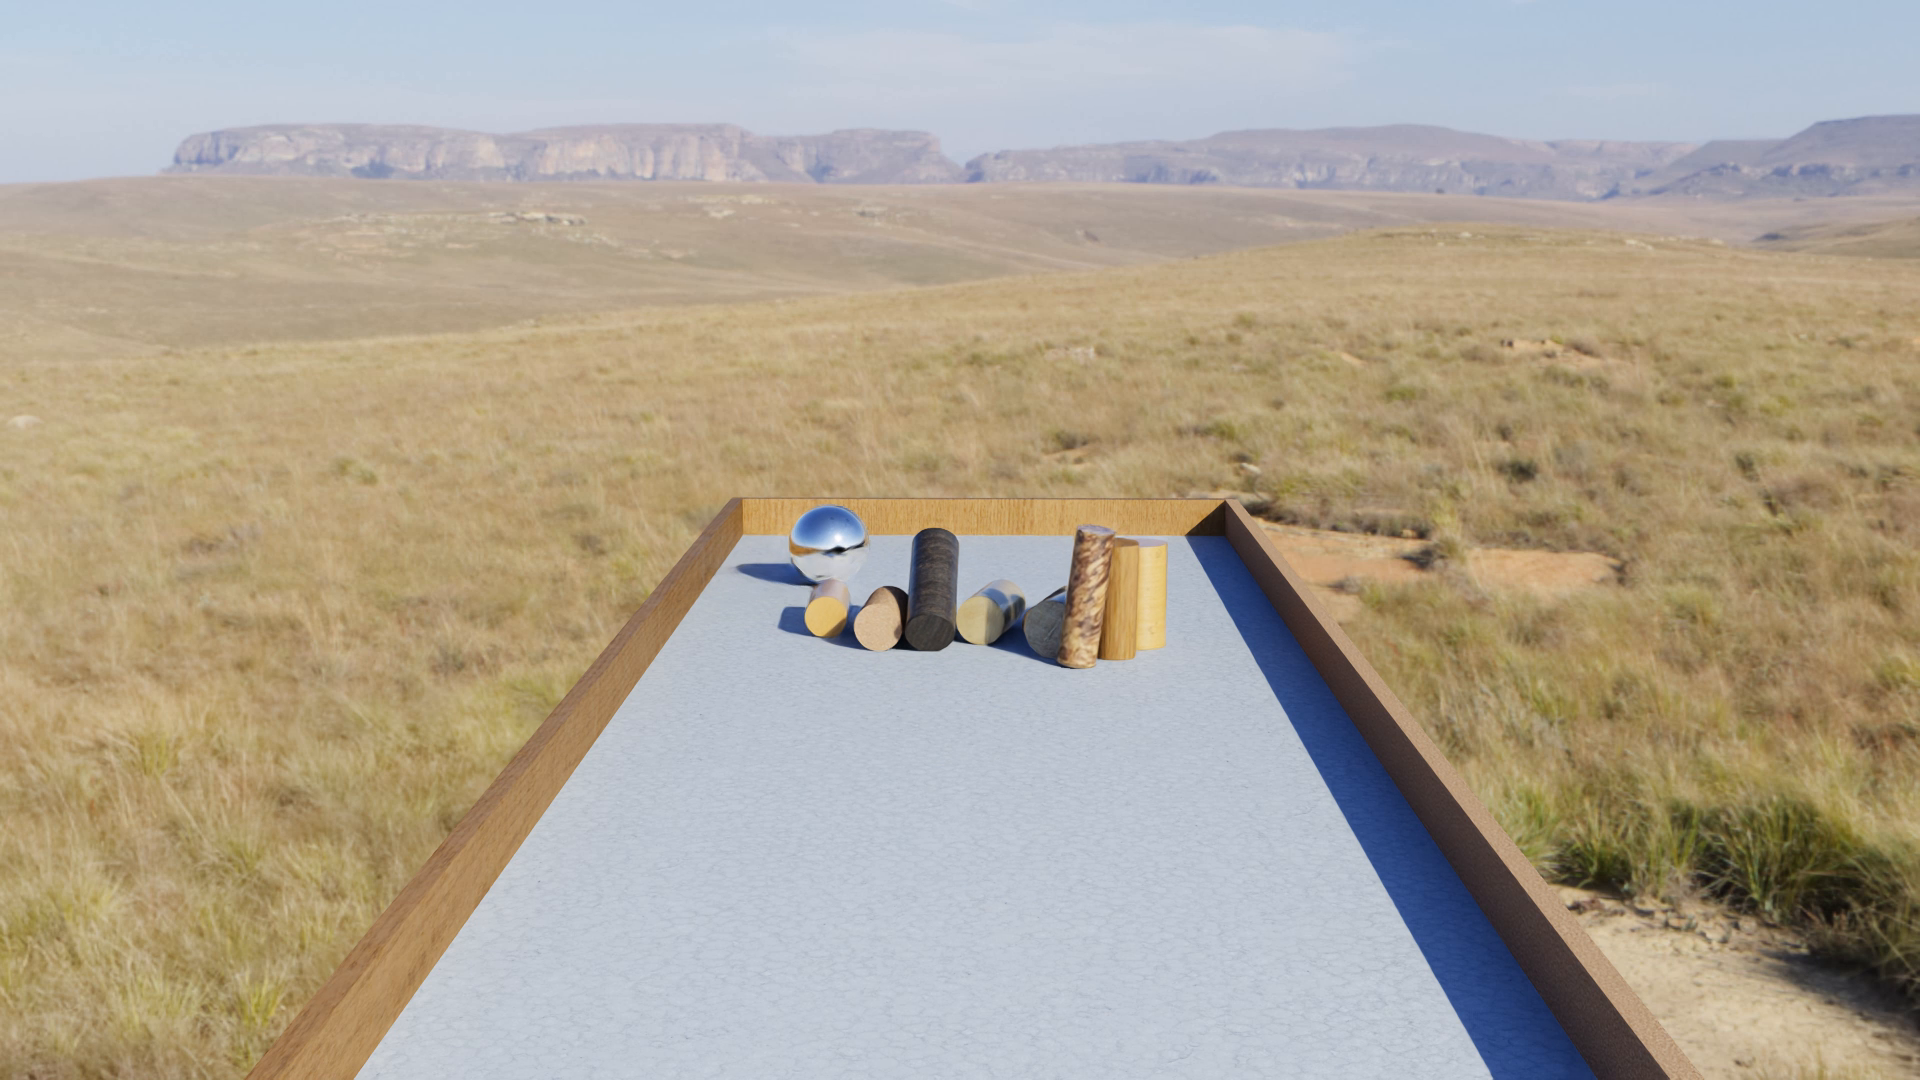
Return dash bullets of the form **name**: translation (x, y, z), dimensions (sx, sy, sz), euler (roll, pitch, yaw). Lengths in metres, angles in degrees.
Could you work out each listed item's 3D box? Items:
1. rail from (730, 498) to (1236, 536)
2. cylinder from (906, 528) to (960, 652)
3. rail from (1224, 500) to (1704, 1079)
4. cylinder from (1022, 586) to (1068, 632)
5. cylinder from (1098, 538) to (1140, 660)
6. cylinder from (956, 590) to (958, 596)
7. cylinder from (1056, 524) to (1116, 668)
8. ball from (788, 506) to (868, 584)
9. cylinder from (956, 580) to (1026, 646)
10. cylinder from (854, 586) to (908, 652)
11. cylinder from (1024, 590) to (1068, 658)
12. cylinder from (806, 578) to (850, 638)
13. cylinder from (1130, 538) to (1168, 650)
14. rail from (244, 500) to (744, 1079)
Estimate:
- **rail**: translation (0.099, -0.098, 9.147), dimensions (2.100, 0.150, 0.050), euler (0, 9, 1)
- **cylinder**: translation (-0.086, 0.153, 6.933), dimensions (0.154, 0.154, 0.419), euler (0, 40, 2)
- **rail**: translation (1.046, 0.843, 3.208), dimensions (0.050, 0.150, 12.000), euler (0, 9, 1)
- **cylinder**: translation (0.307, 0.236, 7.182), dimensions (0.107, 0.107, 0.414), euler (3, 9, 16)
- **cylinder**: translation (0.479, 0.180, 6.711), dimensions (0.126, 0.355, 0.126), euler (1, 13, 0)
- **cylinder**: translation (-0.080, 0.207, 7.258), dimensions (0.139, 0.139, 0.443), euler (0, 9, 0)
- **cylinder**: translation (0.377, 0.169, 6.573), dimensions (0.118, 0.415, 0.118), euler (7, 14, -2)
- **ball**: translation (-0.477, 0.020, 7.965), dimensions (0.289, 0.289, 0.289), euler (0, 9, 0)
- **cylinder**: translation (0.102, 0.230, 7.063), dimensions (0.156, 0.156, 0.319), euler (2, 9, 14)
- **cylinder**: translation (-0.241, 0.246, 6.977), dimensions (0.150, 0.150, 0.319), euler (1, 9, 4)
- **cylinder**: translation (0.359, 0.245, 6.889), dimensions (0.179, 0.179, 0.396), euler (4, 10, 23)
- **cylinder**: translation (-0.430, 0.221, 7.189), dimensions (0.134, 0.134, 0.336), euler (0, 9, -1)
- **cylinder**: translation (0.560, 0.170, 6.894), dimensions (0.177, 0.327, 0.177), euler (0, 9, 0)
- **rail**: translation (-1.004, 0.839, 3.234), dimensions (0.050, 0.150, 12.000), euler (0, 9, 1)
